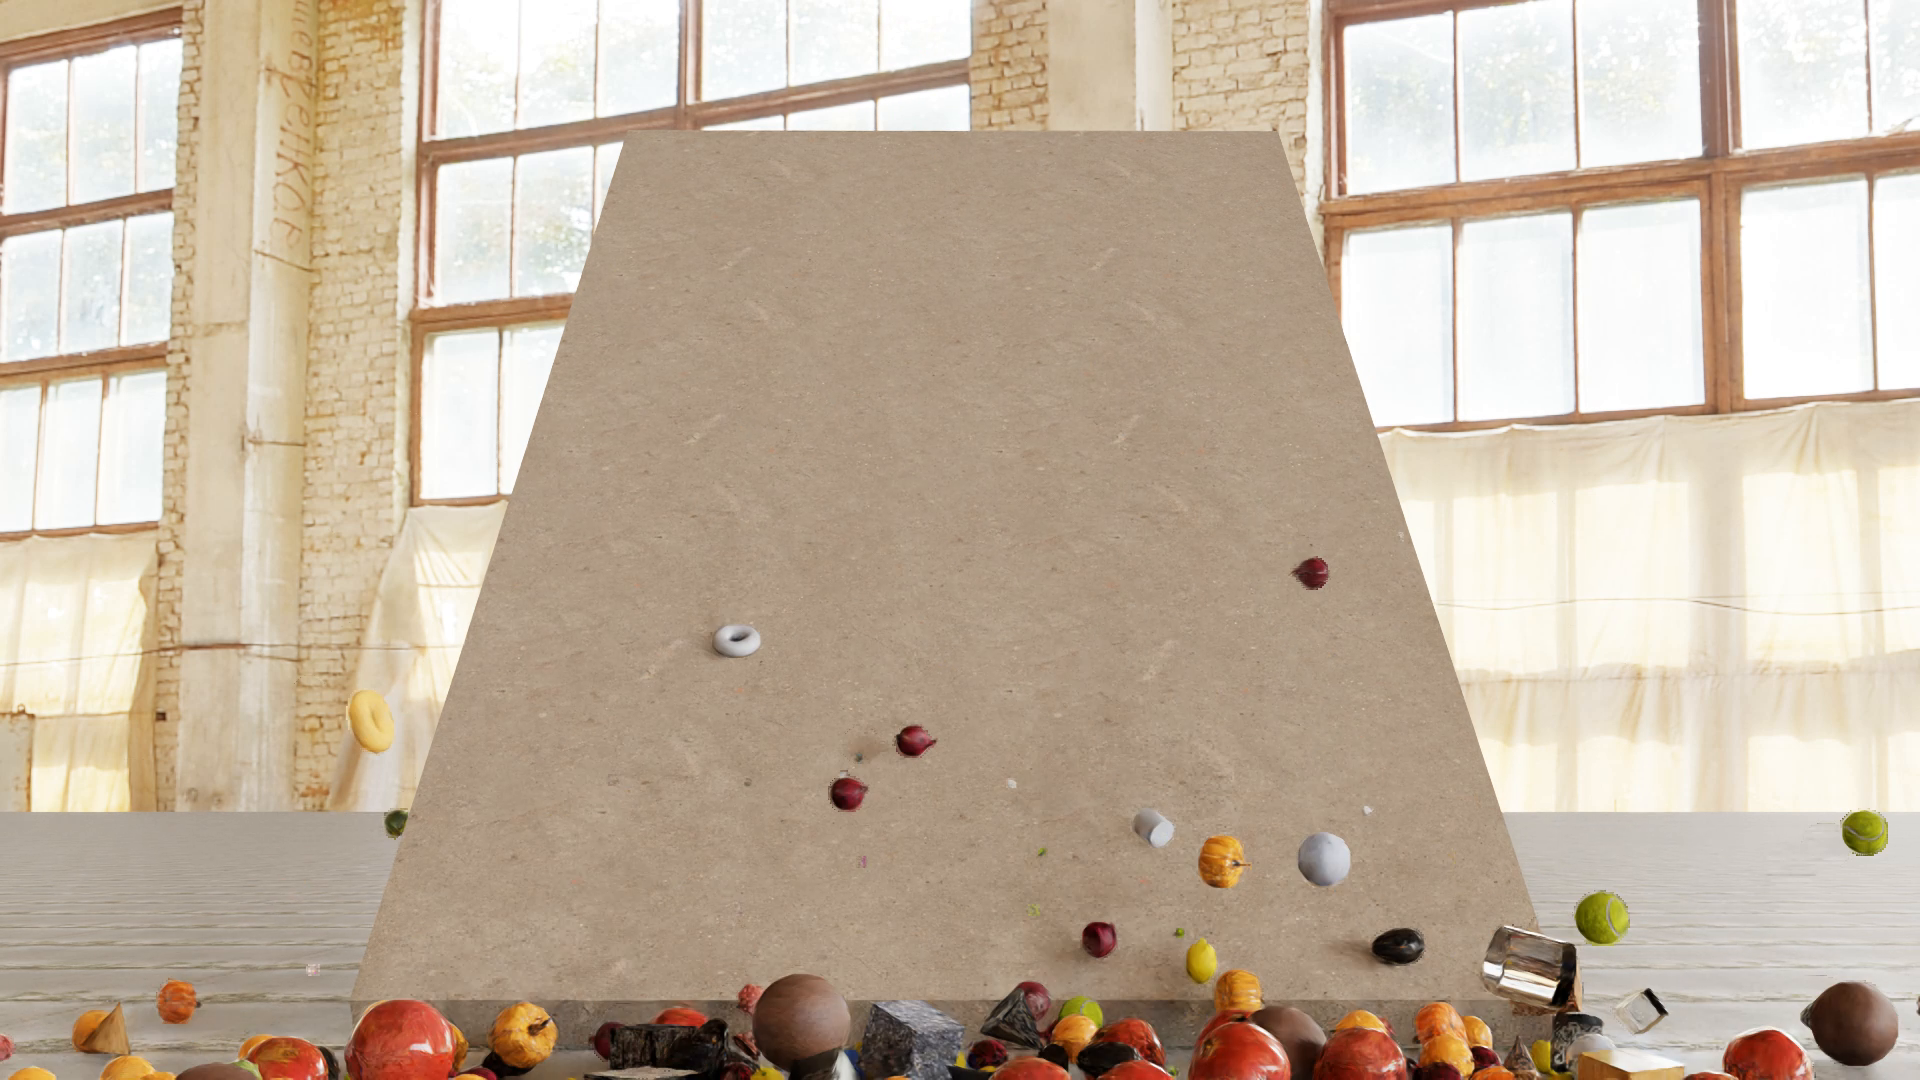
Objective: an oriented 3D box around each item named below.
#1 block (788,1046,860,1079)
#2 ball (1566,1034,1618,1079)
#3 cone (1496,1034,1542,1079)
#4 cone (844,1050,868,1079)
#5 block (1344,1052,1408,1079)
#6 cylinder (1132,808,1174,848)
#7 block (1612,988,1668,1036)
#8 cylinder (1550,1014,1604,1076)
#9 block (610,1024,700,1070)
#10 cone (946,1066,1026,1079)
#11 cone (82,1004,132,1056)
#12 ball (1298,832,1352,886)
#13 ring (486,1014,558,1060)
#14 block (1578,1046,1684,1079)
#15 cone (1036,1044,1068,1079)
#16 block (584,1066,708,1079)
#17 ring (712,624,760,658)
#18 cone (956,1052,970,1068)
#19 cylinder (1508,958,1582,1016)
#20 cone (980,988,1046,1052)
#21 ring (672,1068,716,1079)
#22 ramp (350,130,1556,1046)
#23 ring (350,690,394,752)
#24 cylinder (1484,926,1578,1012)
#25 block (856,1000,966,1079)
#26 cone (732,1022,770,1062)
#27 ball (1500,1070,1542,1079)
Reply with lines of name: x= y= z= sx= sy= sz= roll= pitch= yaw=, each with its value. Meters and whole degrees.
block: x=-0.165 y=0.669 z=2.936 sx=0.066 sy=0.066 sz=0.066 roll=-21 pitch=20 yaw=19
ball: x=0.806 y=0.662 z=3.077 sx=0.068 sy=0.068 sz=0.068 roll=0 pitch=-6 yaw=0
cone: x=0.761 y=0.718 z=3.297 sx=0.091 sy=0.091 sz=0.091 roll=0 pitch=-6 yaw=0
cone: x=-0.148 y=0.770 z=3.478 sx=0.057 sy=0.057 sz=0.057 roll=-5 pitch=-35 yaw=38
block: x=0.558 y=0.725 z=3.246 sx=0.066 sy=0.066 sz=0.066 roll=1 pitch=-6 yaw=-10
cylinder: x=0.347 y=0.516 z=4.347 sx=0.053 sy=0.053 sz=0.053 roll=5 pitch=18 yaw=-38
block: x=1.124 y=0.778 z=3.998 sx=0.053 sy=0.053 sz=0.053 roll=-34 pitch=-9 yaw=-14
cylinder: x=0.889 y=0.727 z=3.486 sx=0.072 sy=0.072 sz=0.072 roll=7 pitch=-26 yaw=4
block: x=-0.430 y=0.731 z=3.404 sx=0.089 sy=0.089 sz=0.089 roll=-3 pitch=-7 yaw=28
cone: x=0.017 y=0.659 z=2.921 sx=0.090 sy=0.090 sz=0.090 roll=39 pitch=-17 yaw=-12
cone: x=-1.358 y=0.779 z=3.883 sx=0.079 sy=0.079 sz=0.079 roll=11 pitch=-15 yaw=3
ball: x=0.504 y=0.442 z=3.351 sx=0.074 sy=0.074 sz=0.074 roll=0 pitch=-6 yaw=0
ring: x=-0.697 y=0.792 z=3.858 sx=0.114 sy=0.038 sz=0.114 roll=2 pitch=17 yaw=0
block: x=0.810 y=0.671 z=2.927 sx=0.087 sy=0.087 sz=0.087 roll=1 pitch=4 yaw=-28
cone: x=0.148 y=0.779 z=3.574 sx=0.054 sy=0.054 sz=0.054 roll=-4 pitch=-31 yaw=31
block: x=-0.355 y=0.652 z=2.734 sx=0.098 sy=0.098 sz=0.098 roll=-5 pitch=-8 yaw=37
ring: x=-0.453 y=0.204 z=4.901 sx=0.097 sy=0.032 sz=0.097 roll=1 pitch=30 yaw=-1
cone: x=0.000 y=0.771 z=3.516 sx=0.071 sy=0.071 sz=0.071 roll=26 pitch=-4 yaw=6
cylinder: x=0.853 y=0.645 z=3.537 sx=0.095 sy=0.095 sz=0.095 roll=-9 pitch=-9 yaw=20
cone: x=0.090 y=0.701 z=3.453 sx=0.087 sy=0.087 sz=0.087 roll=43 pitch=-11 yaw=-3
ring: x=-0.387 y=0.740 z=3.275 sx=0.122 sy=0.041 sz=0.122 roll=4 pitch=-6 yaw=0
ramp: x=-0.013 y=-0.207 z=5.739 sx=2.000 sy=0.100 sz=4.000 roll=0 pitch=30 yaw=0
ring: x=-1.130 y=0.348 z=4.651 sx=0.042 sy=0.126 sz=0.126 roll=-17 pitch=-10 yaw=12
cylinder: x=0.745 y=0.560 z=3.164 sx=0.091 sy=0.091 sz=0.091 roll=15 pitch=-7 yaw=-3
block: x=-0.069 y=0.714 z=3.409 sx=0.096 sy=0.096 sz=0.096 roll=6 pitch=12 yaw=-45
cone: x=-0.309 y=0.756 z=3.692 sx=0.054 sy=0.054 sz=0.054 roll=-45 pitch=14 yaw=-23
ball: x=0.705 y=0.700 z=3.033 sx=0.069 sy=0.069 sz=0.069 roll=0 pitch=-6 yaw=0
